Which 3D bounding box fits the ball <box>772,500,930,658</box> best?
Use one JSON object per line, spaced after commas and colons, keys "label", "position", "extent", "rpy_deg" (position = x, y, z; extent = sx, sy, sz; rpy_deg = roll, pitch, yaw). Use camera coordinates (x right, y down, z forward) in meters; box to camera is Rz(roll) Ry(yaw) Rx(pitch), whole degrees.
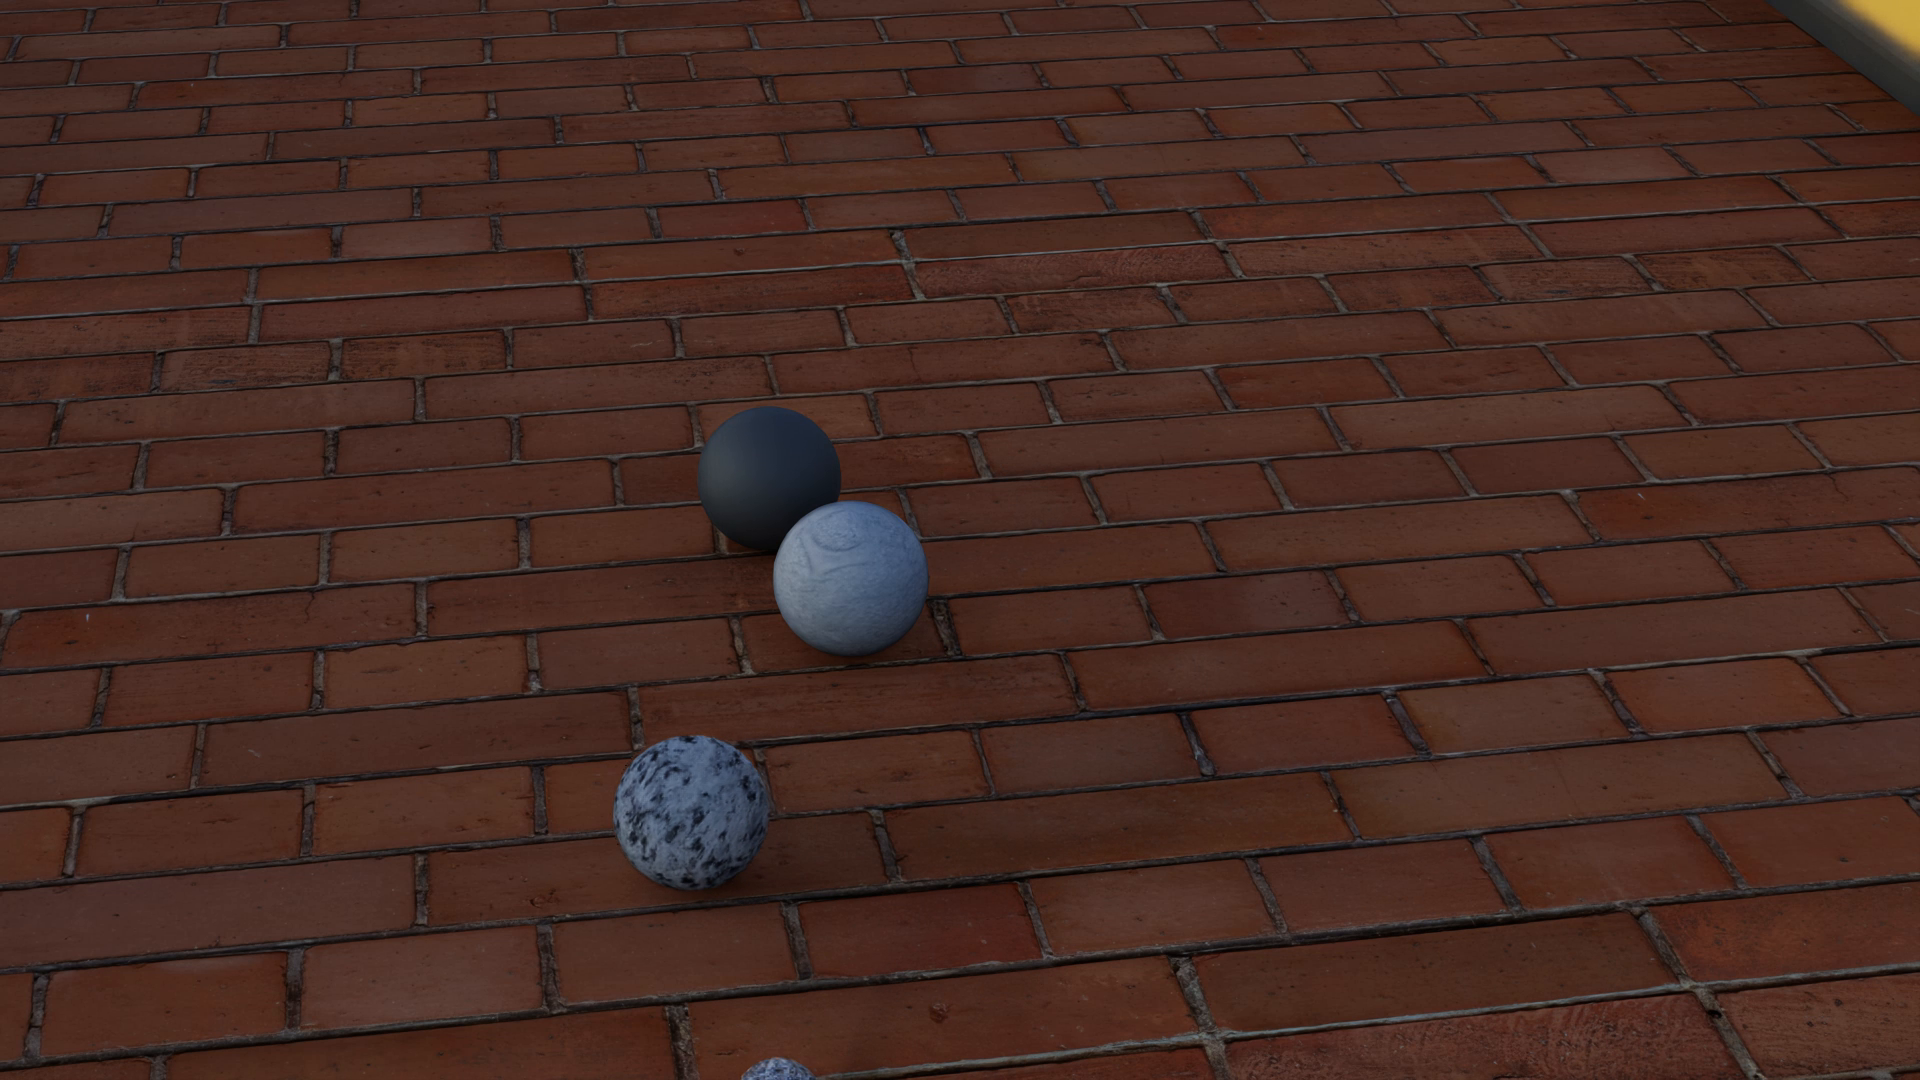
{"label": "ball", "position": [-0.065, 0.023, 1.751], "extent": [0.093, 0.093, 0.093], "rpy_deg": [0, 28, 0]}

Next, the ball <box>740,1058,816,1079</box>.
{"label": "ball", "position": [-0.084, 0.260, 1.358], "extent": [0.042, 0.042, 0.042], "rpy_deg": [0, 28, 0]}

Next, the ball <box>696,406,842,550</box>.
{"label": "ball", "position": [-0.121, -0.039, 1.870], "extent": [0.092, 0.092, 0.092], "rpy_deg": [0, 28, 0]}

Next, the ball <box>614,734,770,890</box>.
{"label": "ball", "position": [-0.140, 0.142, 1.538], "extent": [0.081, 0.081, 0.081], "rpy_deg": [0, 28, 0]}

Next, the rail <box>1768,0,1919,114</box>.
{"label": "rail", "position": [0.807, -0.485, 2.678], "extent": [0.045, 0.121, 3.382], "rpy_deg": [-4, 28, -8]}
